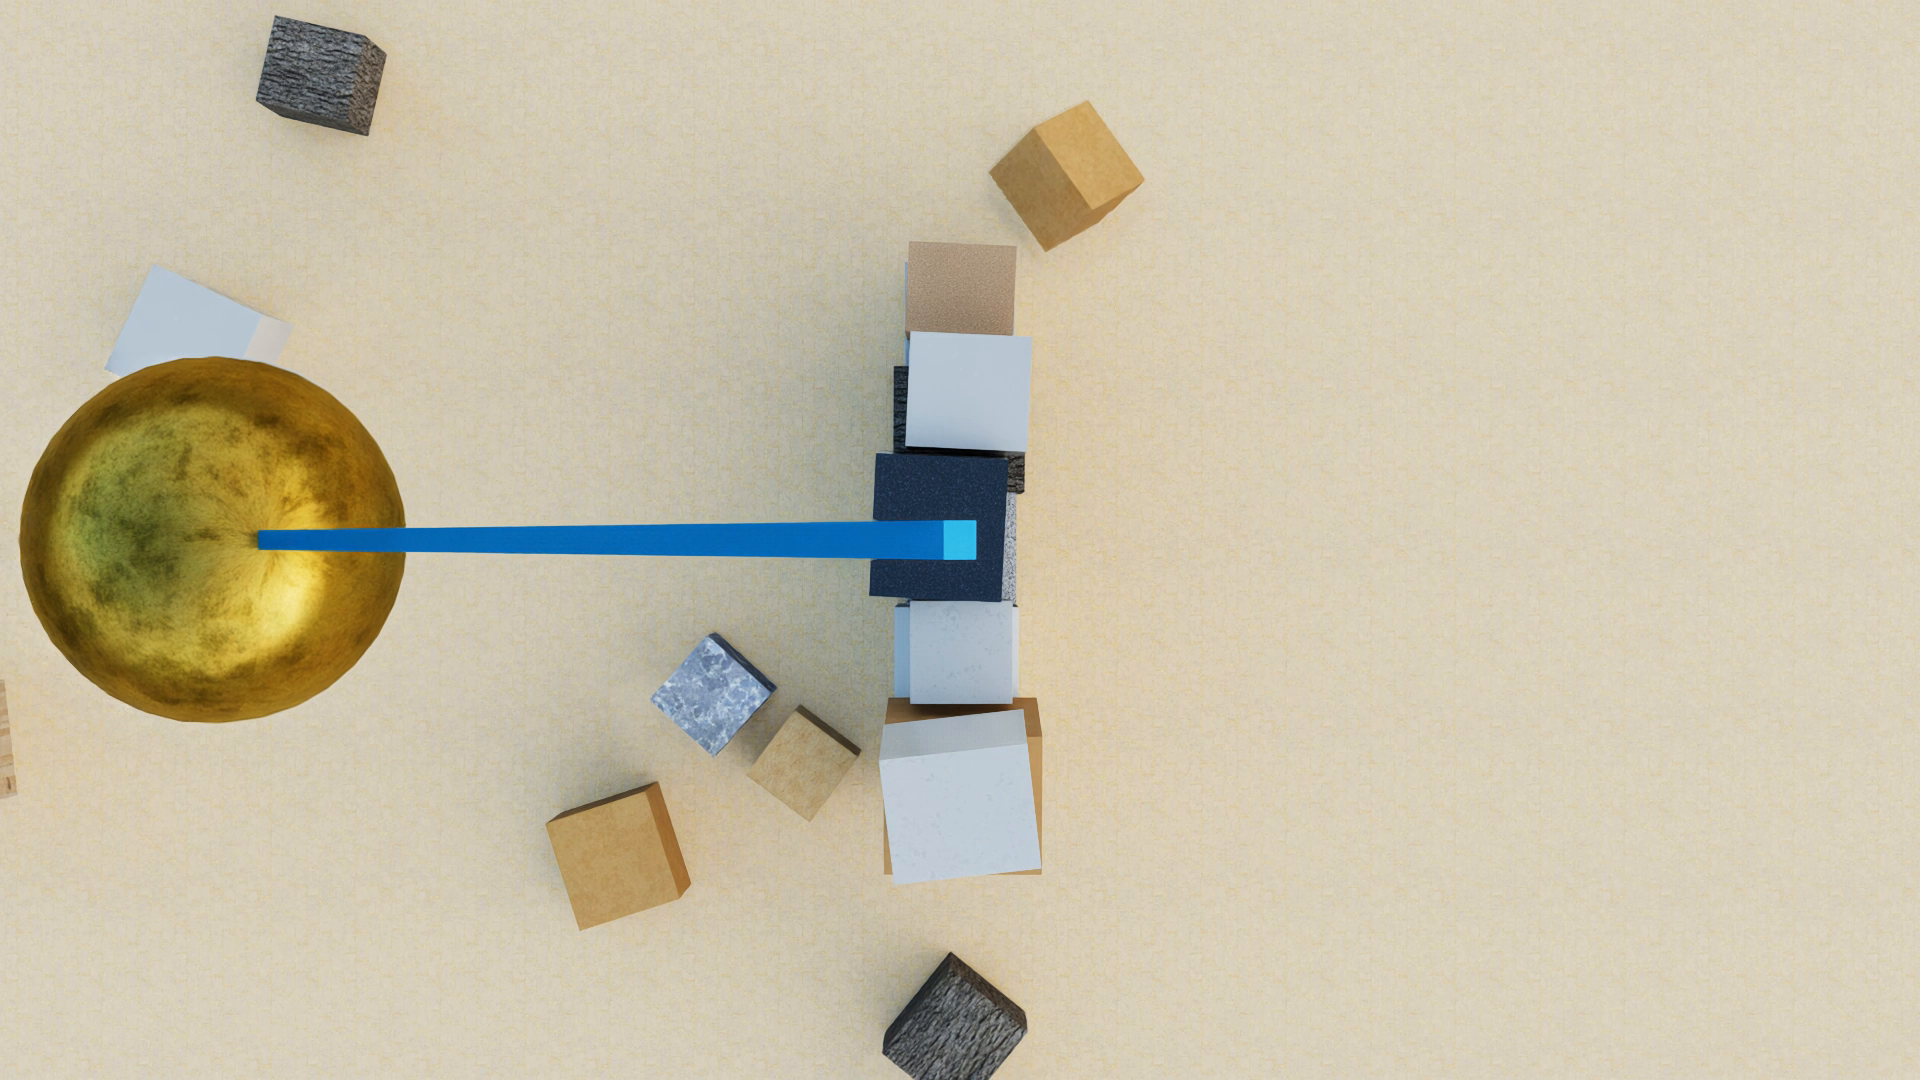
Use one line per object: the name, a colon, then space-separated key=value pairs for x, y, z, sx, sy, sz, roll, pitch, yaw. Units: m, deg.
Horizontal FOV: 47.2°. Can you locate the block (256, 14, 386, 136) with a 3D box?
block: x=-3.699 y=-2.687 z=12.759 sx=0.527 sy=0.482 sz=0.501 roll=13 pitch=90 yaw=0

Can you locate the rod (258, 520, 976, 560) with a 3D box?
rod: x=-1.400 y=0.000 z=6.713 sx=0.080 sy=5.200 sz=0.080 roll=0 pitch=90 yaw=-33

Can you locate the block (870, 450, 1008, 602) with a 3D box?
block: x=-0.112 y=-0.086 z=11.935 sx=0.699 sy=0.706 sz=0.755 roll=3 pitch=94 yaw=0

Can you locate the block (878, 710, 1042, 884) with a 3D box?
block: x=0.002 y=1.280 z=11.055 sx=0.725 sy=0.707 sz=0.632 roll=-6 pitch=99 yaw=1

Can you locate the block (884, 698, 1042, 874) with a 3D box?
block: x=0.015 y=1.313 z=11.864 sx=0.825 sy=0.880 sz=0.741 roll=0 pitch=99 yaw=0

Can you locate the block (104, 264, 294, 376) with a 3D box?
block: x=-4.383 y=-1.118 z=12.706 sx=0.681 sy=0.589 sz=0.655 roll=25 pitch=90 yaw=0

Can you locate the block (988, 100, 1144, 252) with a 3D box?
block: x=0.614 y=-2.091 z=12.642 sx=0.511 sy=0.485 sz=0.570 roll=-34 pitch=88 yaw=-40

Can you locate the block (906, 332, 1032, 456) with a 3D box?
block: x=0.047 y=-0.792 z=12.004 sx=0.650 sy=0.546 sz=0.613 roll=3 pitch=90 yaw=0

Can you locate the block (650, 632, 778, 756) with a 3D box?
block: x=-1.425 y=0.891 z=12.774 sx=0.493 sy=0.451 sz=0.494 roll=42 pitch=90 yaw=0

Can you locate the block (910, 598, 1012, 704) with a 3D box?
block: x=0.007 y=0.602 z=12.011 sx=0.547 sy=0.506 sz=0.549 roll=0 pitch=90 yaw=0

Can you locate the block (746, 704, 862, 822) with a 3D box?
block: x=-0.901 y=1.291 z=12.773 sx=0.456 sy=0.453 sz=0.464 roll=37 pitch=90 yaw=0

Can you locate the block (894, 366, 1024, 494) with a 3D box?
block: x=-0.004 y=-0.620 z=12.639 sx=0.735 sy=0.723 sz=0.697 roll=0 pitch=90 yaw=0

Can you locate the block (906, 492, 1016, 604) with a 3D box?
block: x=0.007 y=0.047 z=12.656 sx=0.617 sy=0.687 sz=0.627 roll=0 pitch=90 yaw=0

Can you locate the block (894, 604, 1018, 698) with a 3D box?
block: x=-0.019 y=0.695 z=12.632 sx=0.694 sy=0.736 sz=0.641 roll=0 pitch=90 yaw=0

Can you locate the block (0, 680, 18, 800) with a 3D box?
block: x=-5.902 y=1.200 z=12.664 sx=0.587 sy=0.671 sz=0.690 roll=-7 pitch=90 yaw=0

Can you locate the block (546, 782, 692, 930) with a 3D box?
block: x=-1.969 y=1.820 z=12.728 sx=0.596 sy=0.543 sz=0.639 roll=-18 pitch=90 yaw=0

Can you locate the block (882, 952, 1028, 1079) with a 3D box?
block: x=-0.029 y=2.850 z=12.738 sx=0.569 sy=0.524 sz=0.618 roll=39 pitch=90 yaw=0

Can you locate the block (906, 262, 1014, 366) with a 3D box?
block: x=-0.001 y=-1.280 z=12.739 sx=0.621 sy=0.521 sz=0.597 roll=0 pitch=90 yaw=0

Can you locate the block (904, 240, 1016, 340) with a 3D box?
block: x=0.005 y=-1.365 z=12.211 sx=0.587 sy=0.535 sz=0.491 roll=3 pitch=90 yaw=0

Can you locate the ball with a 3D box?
ball: x=-3.230 y=0.000 z=9.578 sx=1.600 sy=1.600 sz=1.600 roll=0 pitch=90 yaw=0
